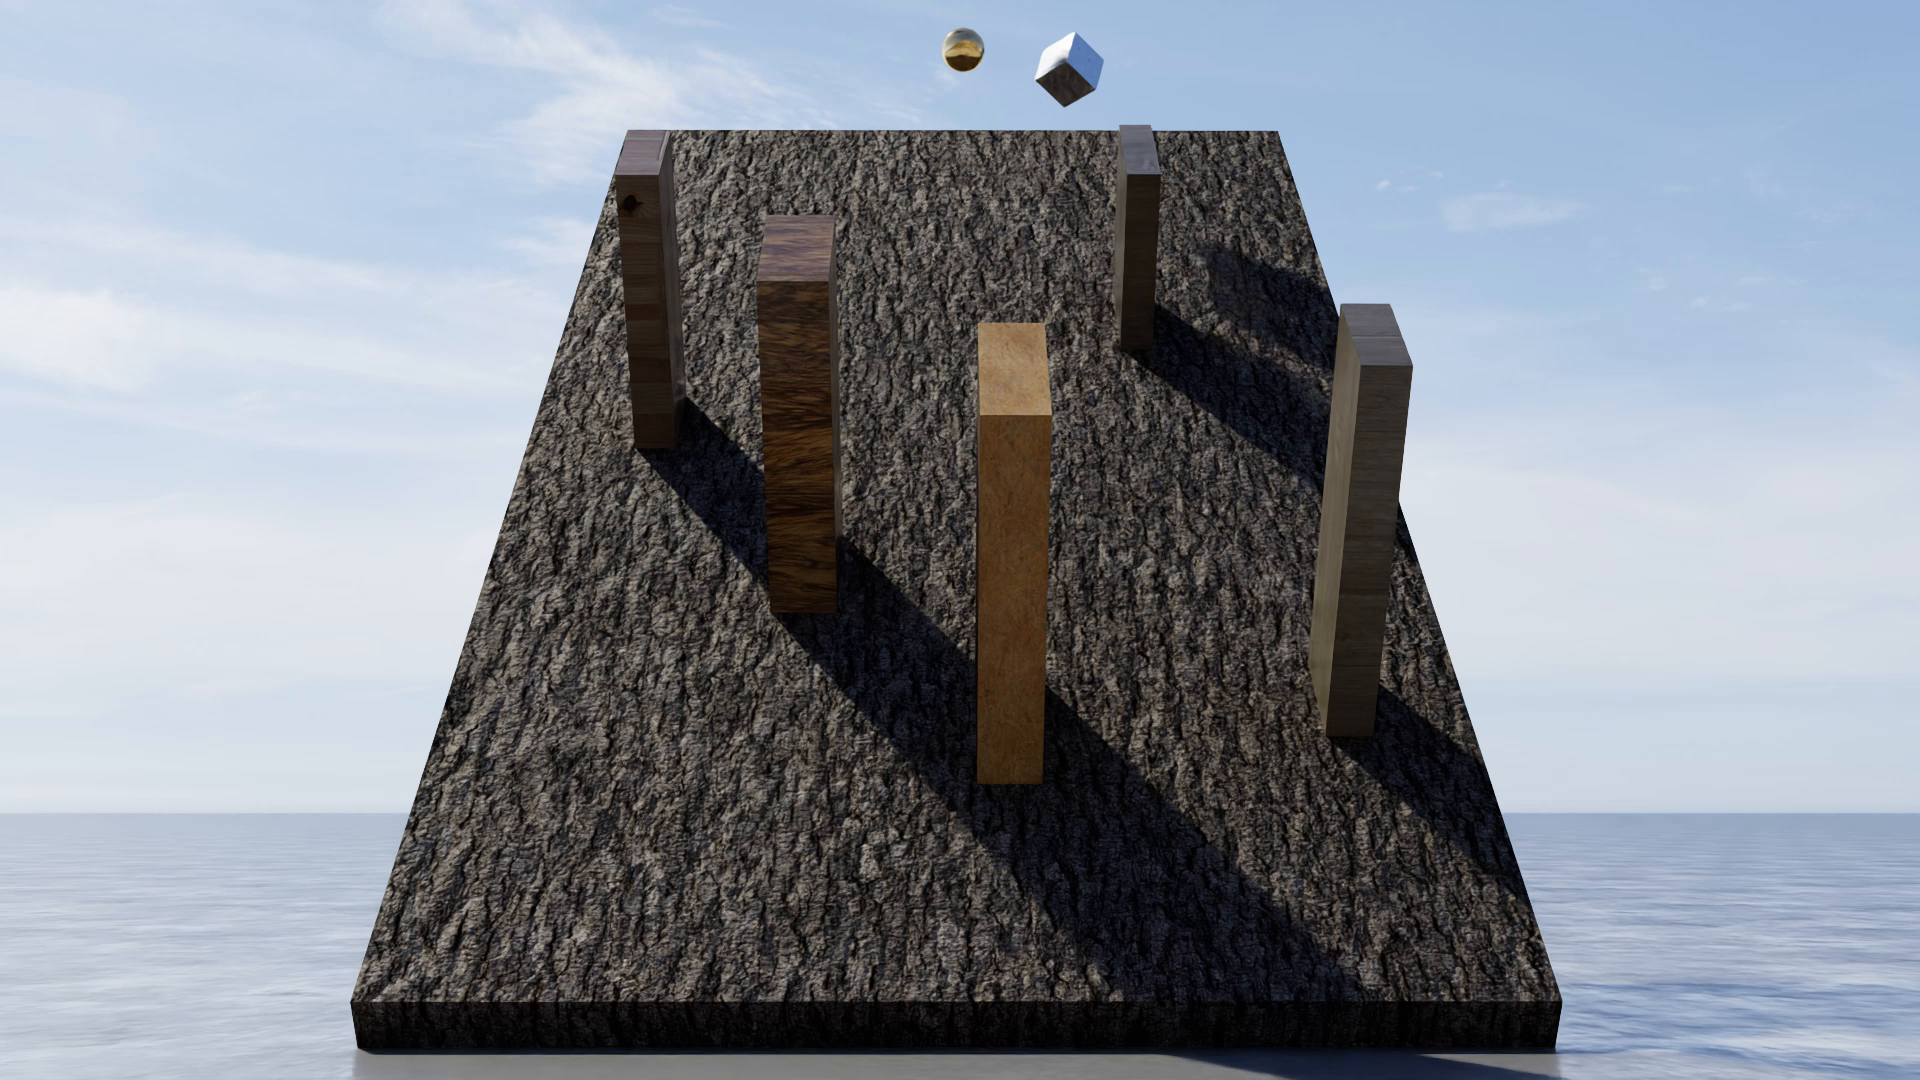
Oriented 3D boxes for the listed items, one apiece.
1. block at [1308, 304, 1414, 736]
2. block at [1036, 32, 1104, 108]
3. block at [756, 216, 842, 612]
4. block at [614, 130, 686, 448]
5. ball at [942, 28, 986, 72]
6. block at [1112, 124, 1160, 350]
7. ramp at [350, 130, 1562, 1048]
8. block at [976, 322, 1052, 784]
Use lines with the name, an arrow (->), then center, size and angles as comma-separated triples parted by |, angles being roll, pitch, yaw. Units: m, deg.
block -> 0.748, -0.030, 4.563 | 0.092, 0.793, 0.258 | 0, 30, 0
block -> 0.322, -1.377, 7.093 | 0.129, 0.129, 0.129 | 38, -41, -29
block -> -0.324, -0.256, 4.983 | 0.139, 0.751, 0.325 | 0, 30, 0
block -> -0.711, -0.576, 5.598 | 0.095, 0.680, 0.270 | 0, 30, 0
ball -> 0.009, -1.403, 6.929 | 0.126, 0.126, 0.126 | 0, -6, 0
block -> 0.446, -0.770, 6.144 | 0.081, 0.471, 0.339 | 0, 30, 0
ramp -> -0.013, -0.207, 5.743 | 2.000, 0.100, 4.000 | 0, 30, 0
block -> 0.093, 0.028, 4.478 | 0.122, 0.774, 0.367 | 0, 30, 0
